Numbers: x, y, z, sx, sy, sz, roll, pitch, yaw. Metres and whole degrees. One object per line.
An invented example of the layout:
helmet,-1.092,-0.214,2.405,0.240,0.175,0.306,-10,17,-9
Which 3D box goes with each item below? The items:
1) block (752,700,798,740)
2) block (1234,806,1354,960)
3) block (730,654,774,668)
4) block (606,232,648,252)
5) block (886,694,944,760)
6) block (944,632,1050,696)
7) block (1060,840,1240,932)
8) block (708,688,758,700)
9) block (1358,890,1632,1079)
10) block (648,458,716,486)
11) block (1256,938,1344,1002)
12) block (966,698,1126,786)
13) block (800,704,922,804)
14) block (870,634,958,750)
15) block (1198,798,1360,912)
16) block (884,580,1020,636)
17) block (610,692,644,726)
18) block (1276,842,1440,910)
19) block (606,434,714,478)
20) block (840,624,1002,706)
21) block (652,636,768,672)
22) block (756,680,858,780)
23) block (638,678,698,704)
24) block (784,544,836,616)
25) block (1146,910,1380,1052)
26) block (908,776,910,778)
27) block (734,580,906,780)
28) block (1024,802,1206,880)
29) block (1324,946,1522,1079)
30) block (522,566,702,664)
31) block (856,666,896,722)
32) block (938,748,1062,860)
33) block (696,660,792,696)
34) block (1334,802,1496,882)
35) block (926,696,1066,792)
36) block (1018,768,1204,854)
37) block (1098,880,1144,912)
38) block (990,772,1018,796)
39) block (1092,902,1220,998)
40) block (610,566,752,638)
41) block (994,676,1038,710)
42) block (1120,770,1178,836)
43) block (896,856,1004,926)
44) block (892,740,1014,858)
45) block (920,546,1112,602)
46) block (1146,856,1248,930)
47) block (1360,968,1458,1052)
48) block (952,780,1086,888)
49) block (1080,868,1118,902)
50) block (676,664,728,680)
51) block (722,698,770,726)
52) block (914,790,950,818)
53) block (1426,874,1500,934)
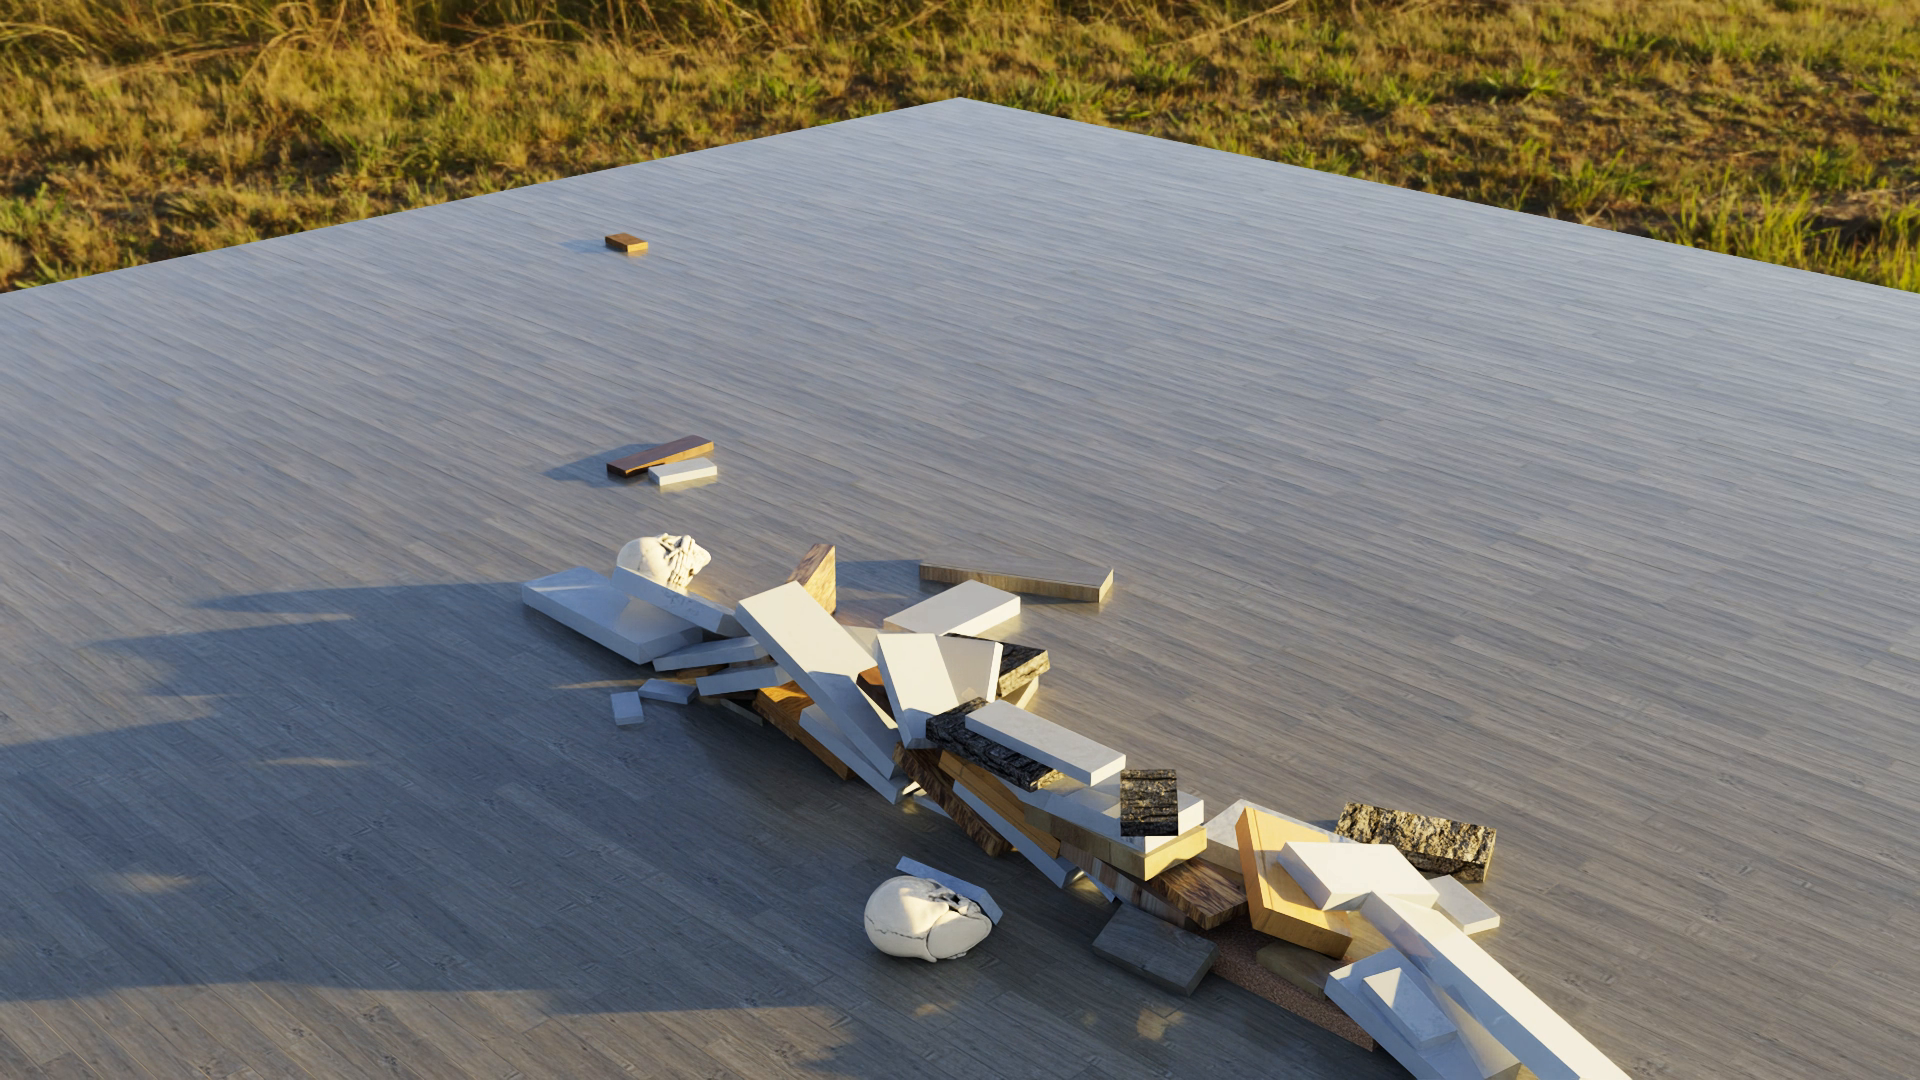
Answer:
block,-0.380,0.381,4.799,0.072,0.021,0.145,-21,42,-40
block,0.608,0.623,4.029,0.172,0.049,0.345,20,23,-7
block,-0.440,0.257,4.781,0.063,0.018,0.127,-21,7,-37
block,-1.277,-1.140,8.416,0.086,0.024,0.172,-17,28,-35
block,-0.050,0.360,4.434,0.097,0.027,0.193,-22,63,-41
block,0.033,0.278,4.957,0.314,0.044,0.157,8,27,45
block,0.351,0.614,4.096,0.154,0.044,0.308,-21,38,-40
block,-0.484,0.330,4.876,0.145,0.021,0.072,-2,15,37
block,0.916,0.784,3.752,0.172,0.049,0.595,21,11,-30
block,-0.781,-0.194,6.187,0.172,0.024,0.086,-13,26,-27
block,0.605,0.750,3.854,0.079,0.022,0.158,-19,29,-37
block,0.159,0.382,4.169,0.320,0.027,0.097,21,31,39
block,-0.183,0.426,4.596,0.292,0.041,0.146,37,40,29
block,-0.081,0.302,4.425,0.129,0.037,0.258,1,49,-27
block,0.643,0.610,4.261,0.345,0.049,0.172,18,29,36
block,-0.018,0.183,5.272,0.157,0.044,0.314,19,30,38
block,-0.737,0.371,4.863,0.060,0.017,0.121,-6,24,-13
block,0.732,0.619,4.044,0.288,0.041,0.144,8,28,-37
block,-0.857,-0.240,6.295,0.086,0.024,0.321,20,30,39
block,-0.188,0.277,4.852,0.569,0.157,0.044,5,-10,23
block,-0.530,0.248,4.894,0.107,0.030,0.457,-21,6,-36
block,-0.284,0.388,4.690,0.146,0.041,0.292,-22,48,-41
block,-0.654,0.340,4.938,0.121,0.017,0.060,8,24,18
block,-0.366,0.157,5.166,0.050,0.175,0.350,5,24,12
block,0.566,0.755,3.925,0.510,0.044,0.154,21,30,40
block,-0.037,0.489,4.472,0.065,0.018,0.130,-21,34,-40
block,-0.251,0.288,4.622,0.160,0.045,0.529,-20,53,-40
block,0.288,0.533,4.109,0.160,0.045,0.320,-19,26,-37
block,0.776,0.817,3.697,0.154,0.044,0.308,-14,38,-34
block,-0.837,0.175,5.256,0.175,0.050,0.519,-18,26,-37
block,-0.105,0.332,4.505,0.107,0.030,0.213,-20,49,-40
block,0.126,0.485,4.301,0.312,0.044,0.156,36,40,27
block,-0.430,0.285,4.780,0.146,0.041,0.292,-22,7,-41
block,0.890,0.591,4.315,0.295,0.041,0.144,9,24,19
block,0.085,0.391,4.230,0.144,0.041,0.288,-20,31,-39
block,0.279,0.485,4.108,0.160,0.045,0.320,-21,27,-40
block,0.329,0.659,4.130,0.068,0.019,0.135,-20,44,-39
block,0.106,0.431,4.304,0.107,0.030,0.213,-21,48,-40
block,0.350,0.733,3.941,0.207,0.029,0.103,19,55,37
block,-0.643,0.153,5.199,0.350,0.050,0.175,21,0,33
block,0.074,0.356,4.874,0.129,0.037,0.258,7,24,17
block,0.345,0.478,4.012,0.104,0.029,0.207,-1,21,5
block,-0.020,0.653,4.099,0.194,0.097,0.027,17,63,34
block,0.025,0.494,4.407,0.156,0.044,0.312,-20,49,-40
block,0.140,0.084,5.516,0.468,0.037,0.129,7,24,17
block,0.419,0.627,4.008,0.103,0.029,0.207,-16,35,-34
block,0.750,0.784,3.679,0.079,0.022,0.158,-9,35,-28
block,0.149,0.541,4.310,0.156,0.044,0.312,-21,48,-40
block,0.270,0.624,4.191,0.068,0.019,0.135,-21,57,-40
block,-0.571,0.288,4.879,0.060,0.017,0.121,-22,6,-40
block,-0.455,0.367,4.868,0.072,0.021,0.145,-21,30,-40
block,-0.026,0.534,4.478,0.130,0.018,0.065,20,30,39
block,0.930,0.683,4.121,0.079,0.022,0.158,-10,25,-22
